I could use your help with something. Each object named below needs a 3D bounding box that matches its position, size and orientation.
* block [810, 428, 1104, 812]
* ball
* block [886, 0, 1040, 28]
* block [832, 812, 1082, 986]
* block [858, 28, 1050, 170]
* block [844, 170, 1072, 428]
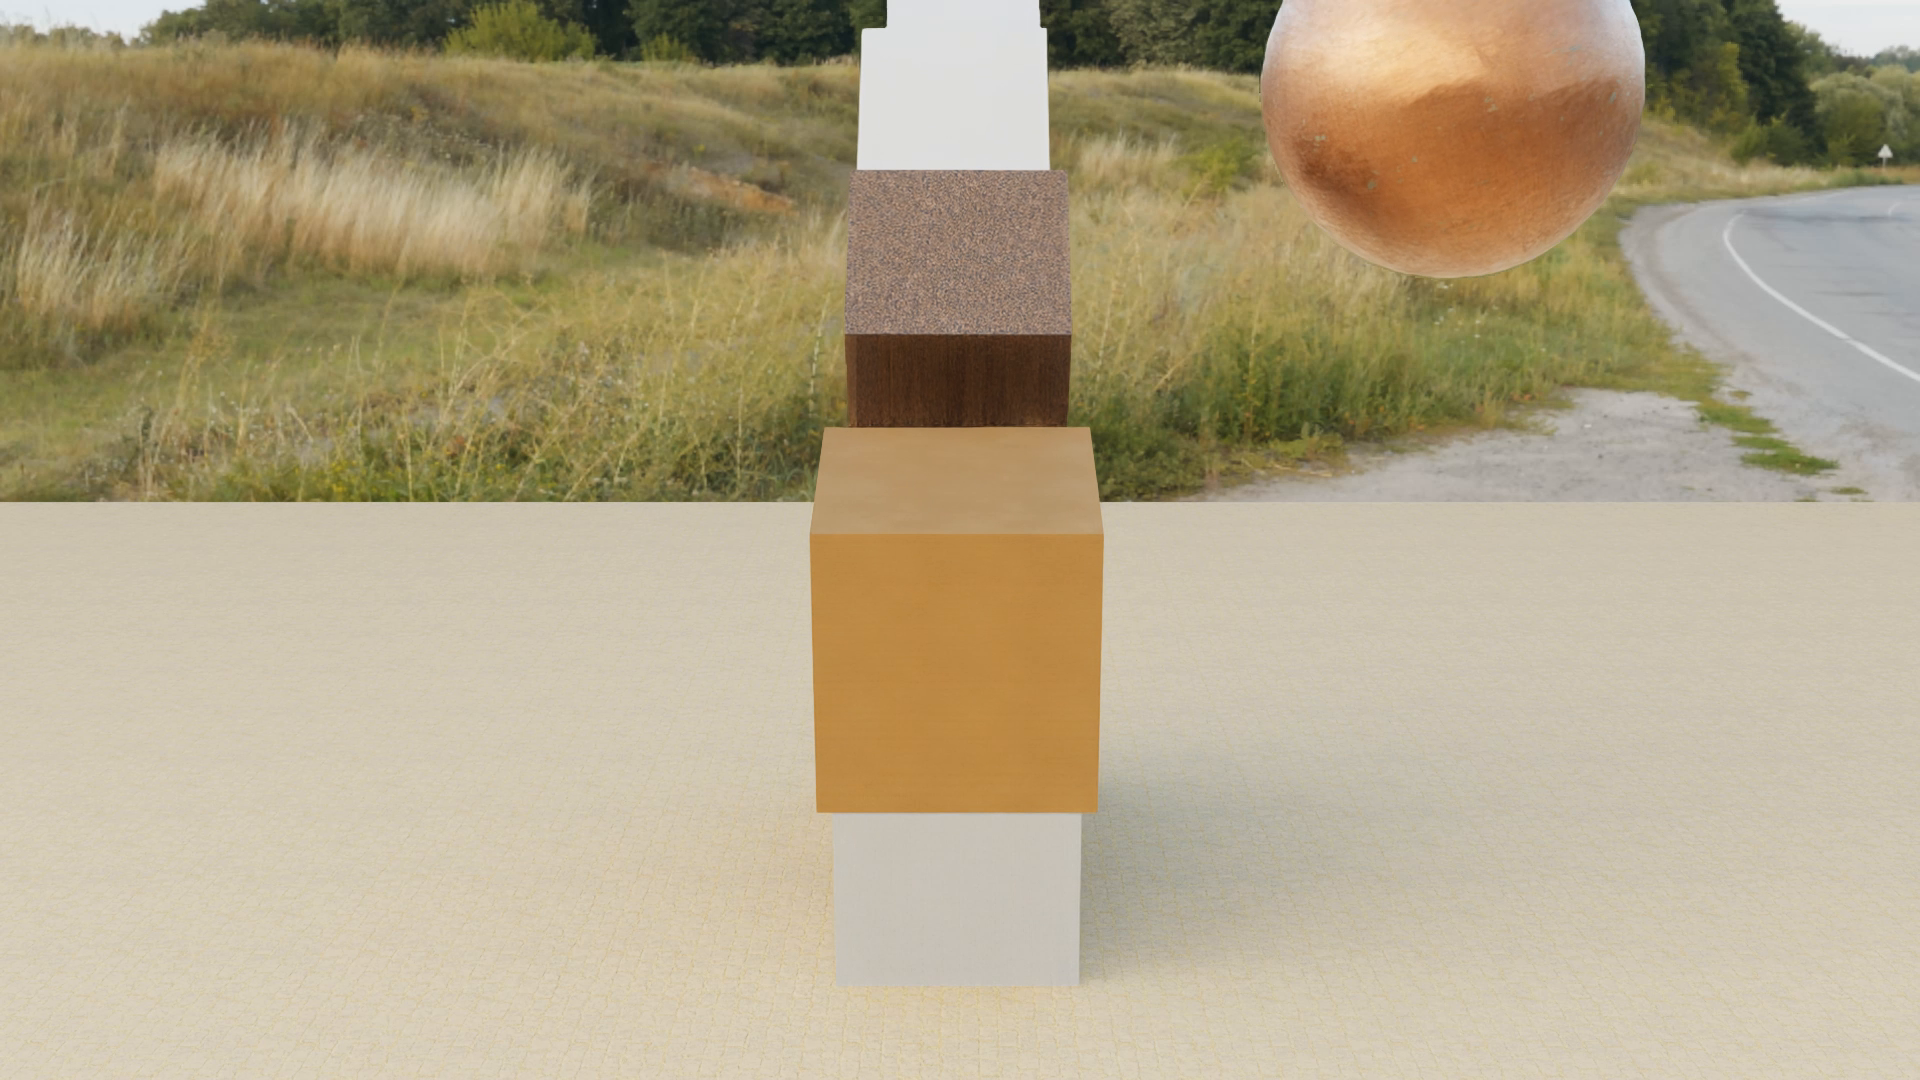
[{"bbox_3d":[-0.011,0.291,10.043,1.069,1.148,1.117,0,23,0],"label":"block"},{"bbox_3d":[2.074,-1.908,10.833,1.600,1.600,1.600,0,10,0],"label":"ball"},{"bbox_3d":[0.005,-2.319,12.067,0.698,0.711,0.600,1,55,-1],"label":"block"},{"bbox_3d":[-0.009,1.235,10.278,0.945,0.745,0.878,0,21,0],"label":"block"},{"bbox_3d":[-0.024,-1.683,11.636,0.829,0.838,0.938,0,55,0],"label":"block"},{"bbox_3d":[-0.006,-0.954,11.064,0.927,0.882,0.912,0,55,0],"label":"block"}]
